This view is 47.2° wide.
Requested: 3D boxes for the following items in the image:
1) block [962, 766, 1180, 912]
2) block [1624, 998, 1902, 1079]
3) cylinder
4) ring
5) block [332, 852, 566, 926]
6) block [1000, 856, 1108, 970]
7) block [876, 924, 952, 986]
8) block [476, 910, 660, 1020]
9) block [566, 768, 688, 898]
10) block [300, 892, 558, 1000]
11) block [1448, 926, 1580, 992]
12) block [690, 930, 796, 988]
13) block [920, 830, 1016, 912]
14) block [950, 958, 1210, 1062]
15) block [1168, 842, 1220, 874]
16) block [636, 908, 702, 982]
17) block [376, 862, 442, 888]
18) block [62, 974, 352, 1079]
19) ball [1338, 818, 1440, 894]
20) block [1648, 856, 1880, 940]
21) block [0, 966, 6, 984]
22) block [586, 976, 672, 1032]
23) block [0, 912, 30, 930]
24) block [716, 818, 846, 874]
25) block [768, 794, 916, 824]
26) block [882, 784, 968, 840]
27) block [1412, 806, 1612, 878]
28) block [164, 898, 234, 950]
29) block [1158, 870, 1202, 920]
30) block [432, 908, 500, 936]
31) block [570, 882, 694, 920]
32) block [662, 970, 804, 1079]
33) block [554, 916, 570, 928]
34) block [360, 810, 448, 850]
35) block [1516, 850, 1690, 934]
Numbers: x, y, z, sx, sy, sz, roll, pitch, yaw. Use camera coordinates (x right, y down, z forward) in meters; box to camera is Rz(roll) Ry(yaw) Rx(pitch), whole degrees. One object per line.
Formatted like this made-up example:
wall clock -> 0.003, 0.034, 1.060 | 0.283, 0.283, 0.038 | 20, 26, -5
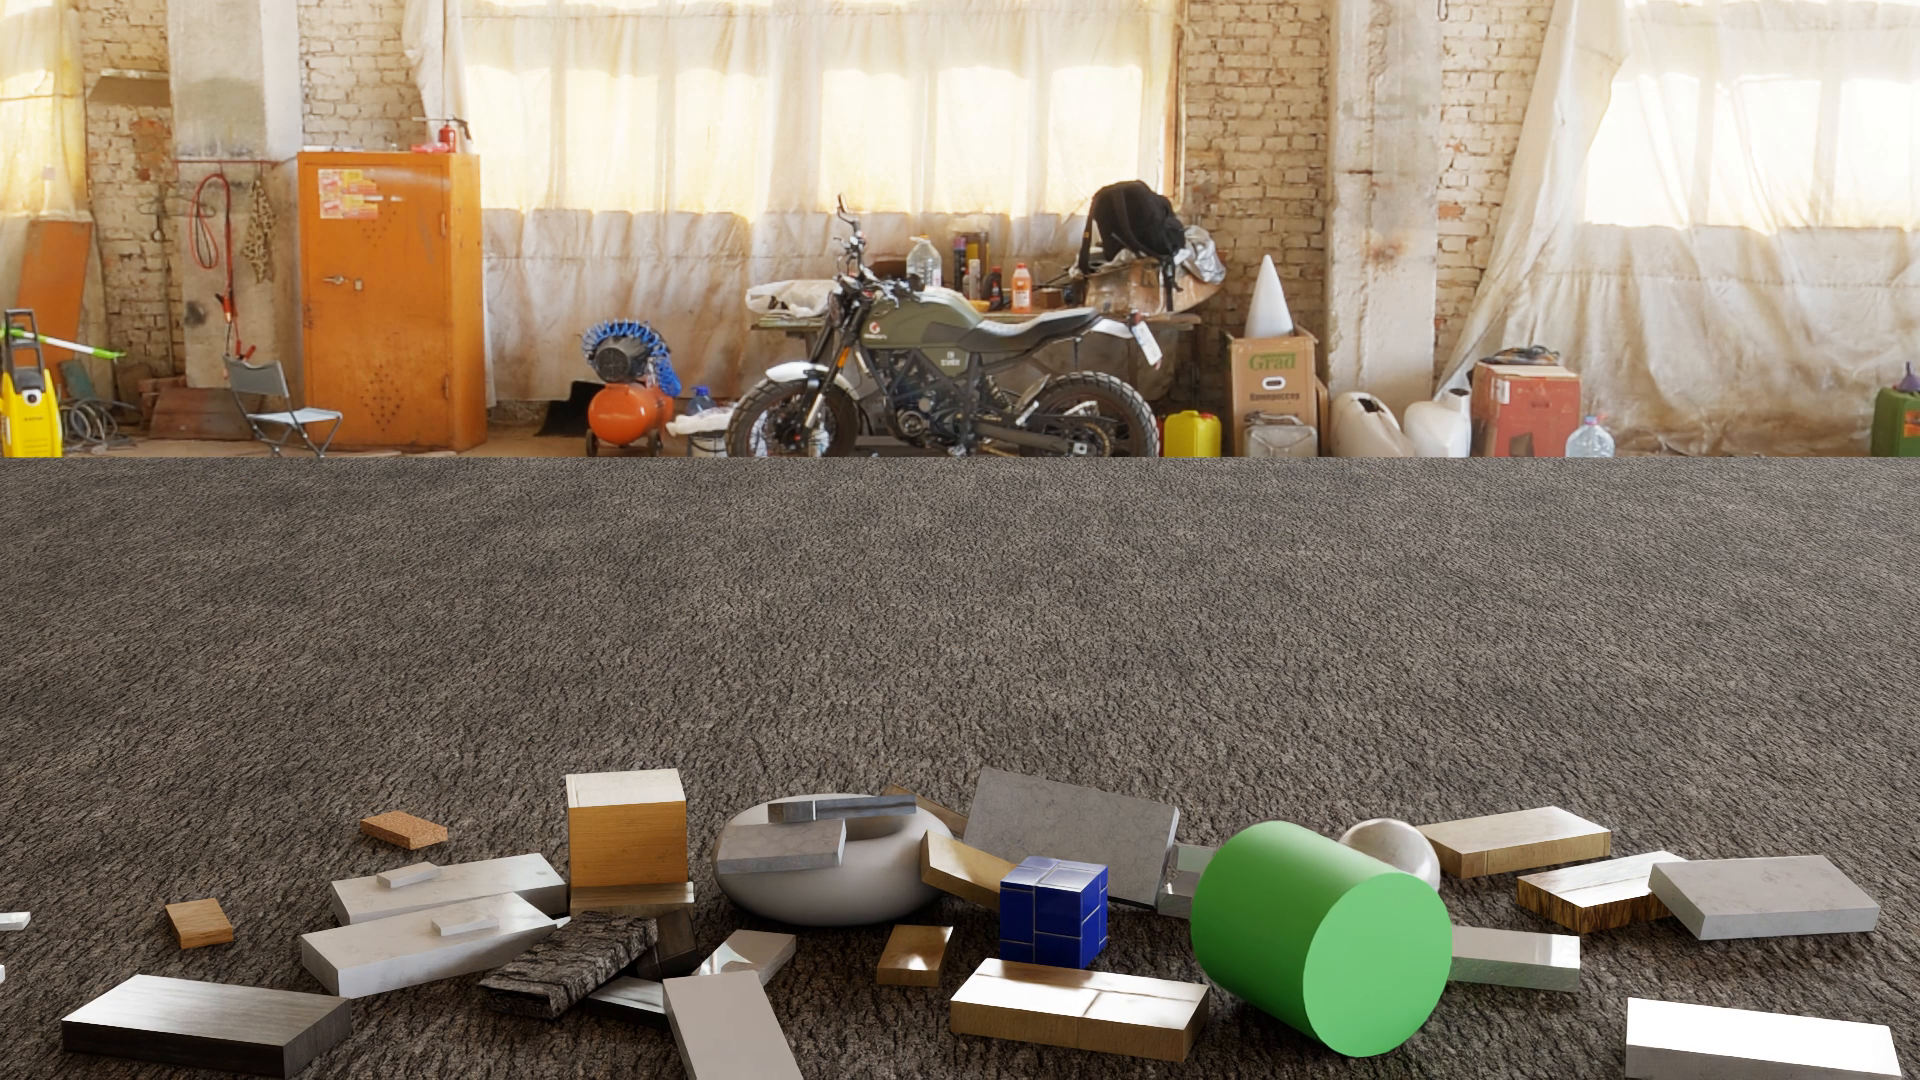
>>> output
block -> 0.179, 0.493, 3.637 | 0.335, 0.167, 0.047 | 10, -19, 17
block -> 1.082, 0.694, 2.982 | 0.341, 0.047, 0.167 | 3, 11, 17
cylinder -> 0.509, 0.560, 3.116 | 0.262, 0.262, 0.262 | -6, 12, -29
ring -> -0.206, 0.527, 3.644 | 0.409, 0.136, 0.409 | 1, 10, 0
block -> -0.832, 0.581, 3.582 | 0.344, 0.049, 0.172 | -5, 12, -24
block -> 0.145, 0.576, 3.393 | 0.129, 0.129, 0.129 | 4, 11, 22
block -> -0.067, 0.634, 3.361 | 0.091, 0.026, 0.183 | 1, 11, 7
block -> -0.579, 0.627, 3.265 | 0.133, 0.038, 0.266 | 1, 16, 28
block -> -0.553, 0.500, 3.645 | 0.186, 0.186, 0.186 | -2, 11, -11
block -> -0.812, 0.620, 3.373 | 0.344, 0.049, 0.172 | -7, 13, -33
block -> 0.801, 0.632, 3.341 | 0.267, 0.038, 0.134 | 3, 11, 15
block -> -0.326, 0.640, 3.327 | 0.096, 0.027, 0.193 | 3, 11, 15
block -> 0.042, 0.543, 3.519 | 0.221, 0.031, 0.110 | 24, 20, -14
block -> 0.172, 0.666, 3.128 | 0.335, 0.047, 0.167 | 3, 11, 18
block -> 0.483, 0.540, 3.643 | 0.267, 0.038, 0.134 | 8, -5, -2
block -> -0.450, 0.620, 3.363 | 0.092, 0.026, 0.185 | -20, 14, -8
block -> -0.901, 0.547, 3.596 | 0.092, 0.013, 0.046 | -10, 14, -42
block -> -1.049, 0.677, 3.068 | 0.344, 0.049, 0.172 | 3, 11, 15
ball -> 0.675, 0.532, 3.499 | 0.176, 0.176, 0.176 | 0, 11, 0
block -> 1.285, 0.571, 3.519 | 0.315, 0.045, 0.158 | 0, 23, -15
block -> -1.473, 0.662, 3.221 | 0.078, 0.022, 0.156 | 0, 11, 2
block -> -0.435, 0.670, 3.165 | 0.184, 0.026, 0.092 | 5, 12, 27
block -> -1.541, 0.612, 3.517 | 0.092, 0.013, 0.046 | -2, 11, -9
block -> -0.281, 0.484, 3.479 | 0.193, 0.027, 0.096 | -4, 26, 6
block -> -0.193, 0.437, 3.578 | 0.220, 0.031, 0.110 | -1, -7, -18
block -> -0.027, 0.484, 3.815 | 0.221, 0.031, 0.110 | 25, -11, -6
block -> 0.966, 0.530, 3.869 | 0.315, 0.045, 0.158 | -5, 11, -23
block -> -1.213, 0.610, 3.502 | 0.078, 0.022, 0.156 | -6, 12, -28
block -> 0.471, 0.589, 3.569 | 0.267, 0.038, 0.134 | 5, 12, 26
block -> -0.760, 0.588, 3.379 | 0.092, 0.013, 0.046 | -6, 12, -31
block -> -0.522, 0.579, 3.510 | 0.193, 0.027, 0.096 | -1, 11, -8
block -> -0.297, 0.692, 2.934 | 0.133, 0.038, 0.447 | -3, 15, -16
block -> -0.560, 0.612, 3.480 | 0.184, 0.026, 0.092 | -9, 14, -39
block -> -1.004, 0.523, 3.969 | 0.156, 0.022, 0.078 | 9, 14, 41
block -> 1.091, 0.577, 3.617 | 0.315, 0.045, 0.157 | -5, 12, -25
